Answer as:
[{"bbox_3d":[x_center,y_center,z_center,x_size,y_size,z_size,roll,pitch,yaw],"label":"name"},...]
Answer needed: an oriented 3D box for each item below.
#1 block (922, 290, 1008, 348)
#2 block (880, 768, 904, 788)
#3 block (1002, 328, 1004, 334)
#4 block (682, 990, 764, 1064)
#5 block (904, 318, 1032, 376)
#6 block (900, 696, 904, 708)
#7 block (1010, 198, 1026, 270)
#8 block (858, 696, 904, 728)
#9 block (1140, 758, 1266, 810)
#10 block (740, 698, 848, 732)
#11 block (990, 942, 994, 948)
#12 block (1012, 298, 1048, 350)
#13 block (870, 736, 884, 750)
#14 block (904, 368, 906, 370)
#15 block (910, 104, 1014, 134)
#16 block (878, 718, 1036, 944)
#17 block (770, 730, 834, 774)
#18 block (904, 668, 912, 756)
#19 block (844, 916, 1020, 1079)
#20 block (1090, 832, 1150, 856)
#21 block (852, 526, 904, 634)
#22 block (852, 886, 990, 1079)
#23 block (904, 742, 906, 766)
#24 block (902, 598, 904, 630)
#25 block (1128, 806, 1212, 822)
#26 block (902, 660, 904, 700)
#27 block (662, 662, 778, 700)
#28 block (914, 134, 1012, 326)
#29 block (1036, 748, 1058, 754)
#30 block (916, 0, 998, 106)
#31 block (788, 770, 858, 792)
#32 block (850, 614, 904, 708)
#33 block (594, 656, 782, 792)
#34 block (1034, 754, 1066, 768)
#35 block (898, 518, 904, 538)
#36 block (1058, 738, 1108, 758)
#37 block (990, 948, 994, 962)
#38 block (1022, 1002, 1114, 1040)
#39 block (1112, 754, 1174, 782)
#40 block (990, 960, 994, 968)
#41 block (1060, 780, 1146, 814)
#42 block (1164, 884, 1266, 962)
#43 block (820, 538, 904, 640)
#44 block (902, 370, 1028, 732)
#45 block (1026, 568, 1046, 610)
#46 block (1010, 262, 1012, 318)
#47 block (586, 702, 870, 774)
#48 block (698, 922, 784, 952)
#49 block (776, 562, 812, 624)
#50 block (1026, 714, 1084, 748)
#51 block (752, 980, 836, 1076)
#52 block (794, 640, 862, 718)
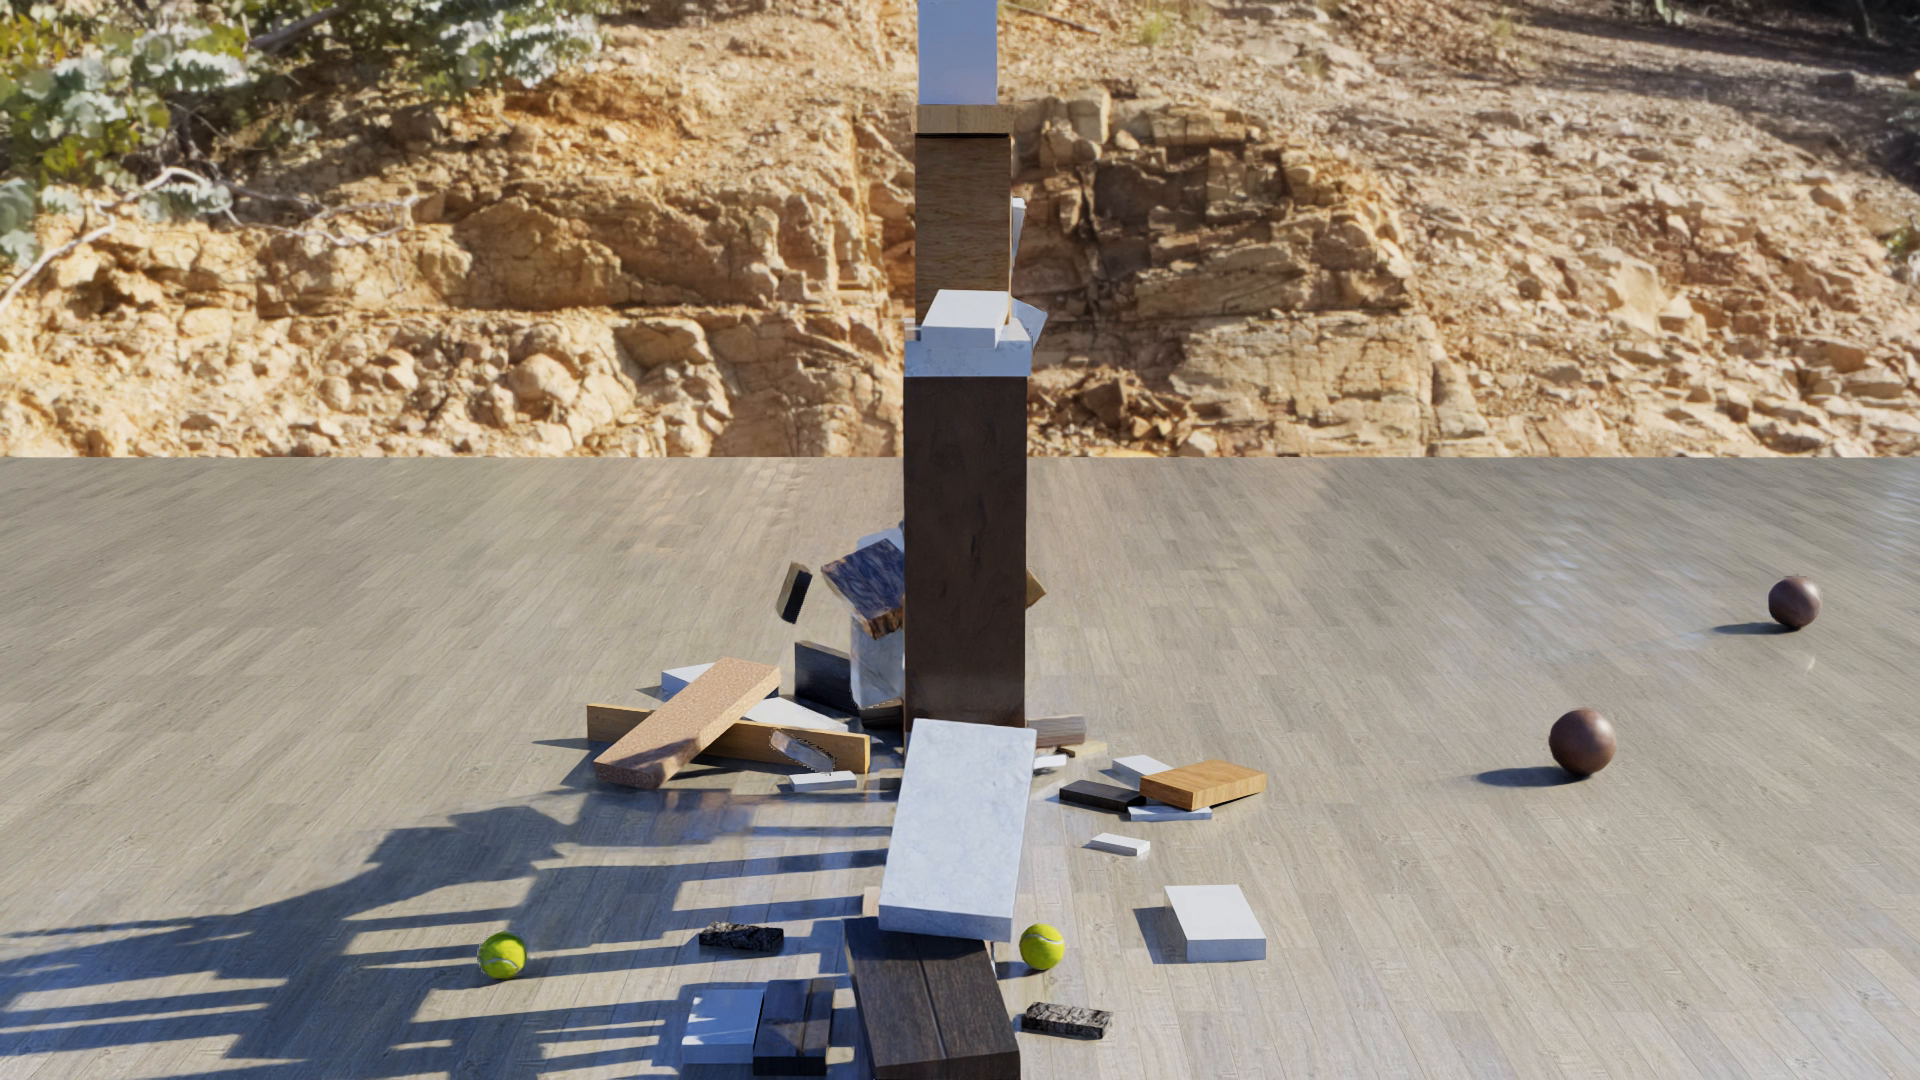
[{"bbox_3d":[0.009,-0.299,2.970,0.098,0.028,0.195,2,21,6],"label":"block"},{"bbox_3d":[-0.085,0.464,4.283,0.141,0.020,0.071,0,7,0],"label":"block"},{"bbox_3d":[0.027,-0.303,3.070,0.059,0.017,0.119,-1,11,-3],"label":"block"},{"bbox_3d":[-0.331,0.683,3.094,0.098,0.028,0.195,0,11,-1],"label":"block"},{"bbox_3d":[0.006,-0.273,3.084,0.167,0.047,0.335,0,11,-2],"label":"block"},{"bbox_3d":[-0.037,0.343,4.500,0.118,0.033,0.236,-21,17,-11],"label":"block"},{"bbox_3d":[0.026,-0.434,3.448,0.112,0.223,0.032,4,35,-11],"label":"block"},{"bbox_3d":[-0.065,0.348,4.683,0.269,0.038,0.135,-10,8,28],"label":"block"},{"bbox_3d":[0.464,0.464,4.188,0.122,0.035,0.244,13,12,40],"label":"block"},{"bbox_3d":[-0.371,0.390,4.637,0.140,0.040,0.281,-7,13,-34],"label":"block"},{"bbox_3d":[0.006,0.441,3.098,0.084,0.287,0.024,0,19,0],"label":"block"},{"bbox_3d":[0.041,-0.276,3.691,0.112,0.274,0.032,22,3,-21],"label":"block"},{"bbox_3d":[-0.211,0.423,4.533,0.097,0.014,0.049,-5,12,-26],"label":"block"},{"bbox_3d":[0.003,-0.108,3.241,0.167,0.335,0.047,0,13,0],"label":"block"},{"bbox_3d":[0.000,-0.600,3.138,0.133,0.038,0.266,-1,11,-3],"label":"block"},{"bbox_3d":[0.001,0.374,2.874,0.167,0.047,0.335,5,40,5],"label":"block"},{"bbox_3d":[-0.297,0.396,4.113,0.093,0.026,0.185,26,-5,-12],"label":"block"},{"bbox_3d":[0.000,0.276,3.215,0.159,0.319,0.045,0,11,-2],"label":"block"},{"bbox_3d":[-0.040,0.558,2.679,0.167,0.047,0.335,-4,21,-8],"label":"block"},{"bbox_3d":[0.285,0.540,3.903,0.094,0.013,0.047,7,12,32],"label":"block"},{"bbox_3d":[-0.124,0.064,4.057,0.135,0.038,0.288,-16,28,9],"label":"block"},{"bbox_3d":[-0.041,0.688,2.468,0.167,0.047,1.123,-1,21,0],"label":"block"},{"bbox_3d":[-0.003,0.419,3.620,0.177,0.354,0.050,0,11,0],"label":"block"},{"bbox_3d":[0.001,0.077,3.288,0.159,0.045,0.319,0,10,1],"label":"block"},{"bbox_3d":[0.389,0.507,4.082,0.151,0.013,0.047,-1,11,-4],"label":"block"},{"bbox_3d":[-0.004,0.199,3.698,0.177,0.050,0.354,0,11,0],"label":"block"},{"bbox_3d":[-0.542,0.332,4.951,0.140,0.040,0.281,-8,13,-35],"label":"block"},{"bbox_3d":[0.003,-0.438,3.104,0.133,0.266,0.038,0,21,-2],"label":"block"},{"bbox_3d":[0.150,0.431,4.486,0.099,0.014,0.050,-9,14,-40],"label":"block"},{"bbox_3d":[-0.004,-0.729,3.114,0.112,0.223,0.032,-1,12,-4],"label":"block"},{"bbox_3d":[-0.266,0.469,4.272,0.122,0.017,0.061,-3,11,-15],"label":"block"},{"bbox_3d":[-0.149,0.197,4.389,0.135,0.271,0.038,-15,34,-24],"label":"block"},{"bbox_3d":[-0.544,0.365,4.435,0.140,0.040,0.448,8,29,29],"label":"block"},{"bbox_3d":[0.137,0.439,4.342,0.071,0.020,0.141,-4,-3,42],"label":"block"},{"bbox_3d":[-0.054,0.021,4.001,0.093,0.026,0.185,30,16,-21],"label":"block"},{"bbox_3d":[0.252,0.426,4.513,0.094,0.013,0.047,-10,14,-42],"label":"block"},{"bbox_3d":[-0.001,0.576,3.187,0.102,0.203,0.029,0,11,0],"label":"block"},{"bbox_3d":[0.153,0.682,3.126,0.119,0.017,0.059,4,11,19],"label":"block"},{"bbox_3d":[0.371,0.456,4.333,0.074,0.021,0.148,-6,12,-27],"label":"block"},{"bbox_3d":[0.017,0.647,2.909,0.083,0.167,0.024,-6,-7,-31],"label":"block"},{"bbox_3d":[0.271,0.486,4.173,0.148,0.021,0.074,8,13,36],"label":"block"},{"bbox_3d":[0.402,0.606,3.490,0.122,0.035,0.244,-1,11,-3],"label":"block"},{"bbox_3d":[-0.142,0.085,3.937,0.135,0.038,0.271,-24,27,-13],"label":"block"},{"bbox_3d":[0.007,0.019,3.045,0.167,0.507,0.047,0,16,-1],"label":"block"},{"bbox_3d":[0.080,0.103,3.693,0.122,0.061,0.017,-40,0,10],"label":"block"},{"bbox_3d":[0.007,-0.457,3.292,0.133,0.297,0.038,2,20,9],"label":"block"},{"bbox_3d":[-0.479,0.402,4.478,0.643,0.074,0.021,4,11,23],"label":"block"},{"bbox_3d":[-0.343,0.622,3.450,0.119,0.017,0.059,3,11,16],"label":"block"},{"bbox_3d":[-0.304,0.094,4.009,0.026,0.093,0.185,20,2,-9],"label":"block"},{"bbox_3d":[0.195,0.391,4.494,0.122,0.061,0.017,-3,12,-19],"label":"block"},{"bbox_3d":[-0.231,0.683,3.092,0.098,0.028,0.273,0,11,0],"label":"block"},{"bbox_3d":[-0.282,0.306,4.865,0.035,0.122,0.244,-8,13,-38],"label":"block"}]
